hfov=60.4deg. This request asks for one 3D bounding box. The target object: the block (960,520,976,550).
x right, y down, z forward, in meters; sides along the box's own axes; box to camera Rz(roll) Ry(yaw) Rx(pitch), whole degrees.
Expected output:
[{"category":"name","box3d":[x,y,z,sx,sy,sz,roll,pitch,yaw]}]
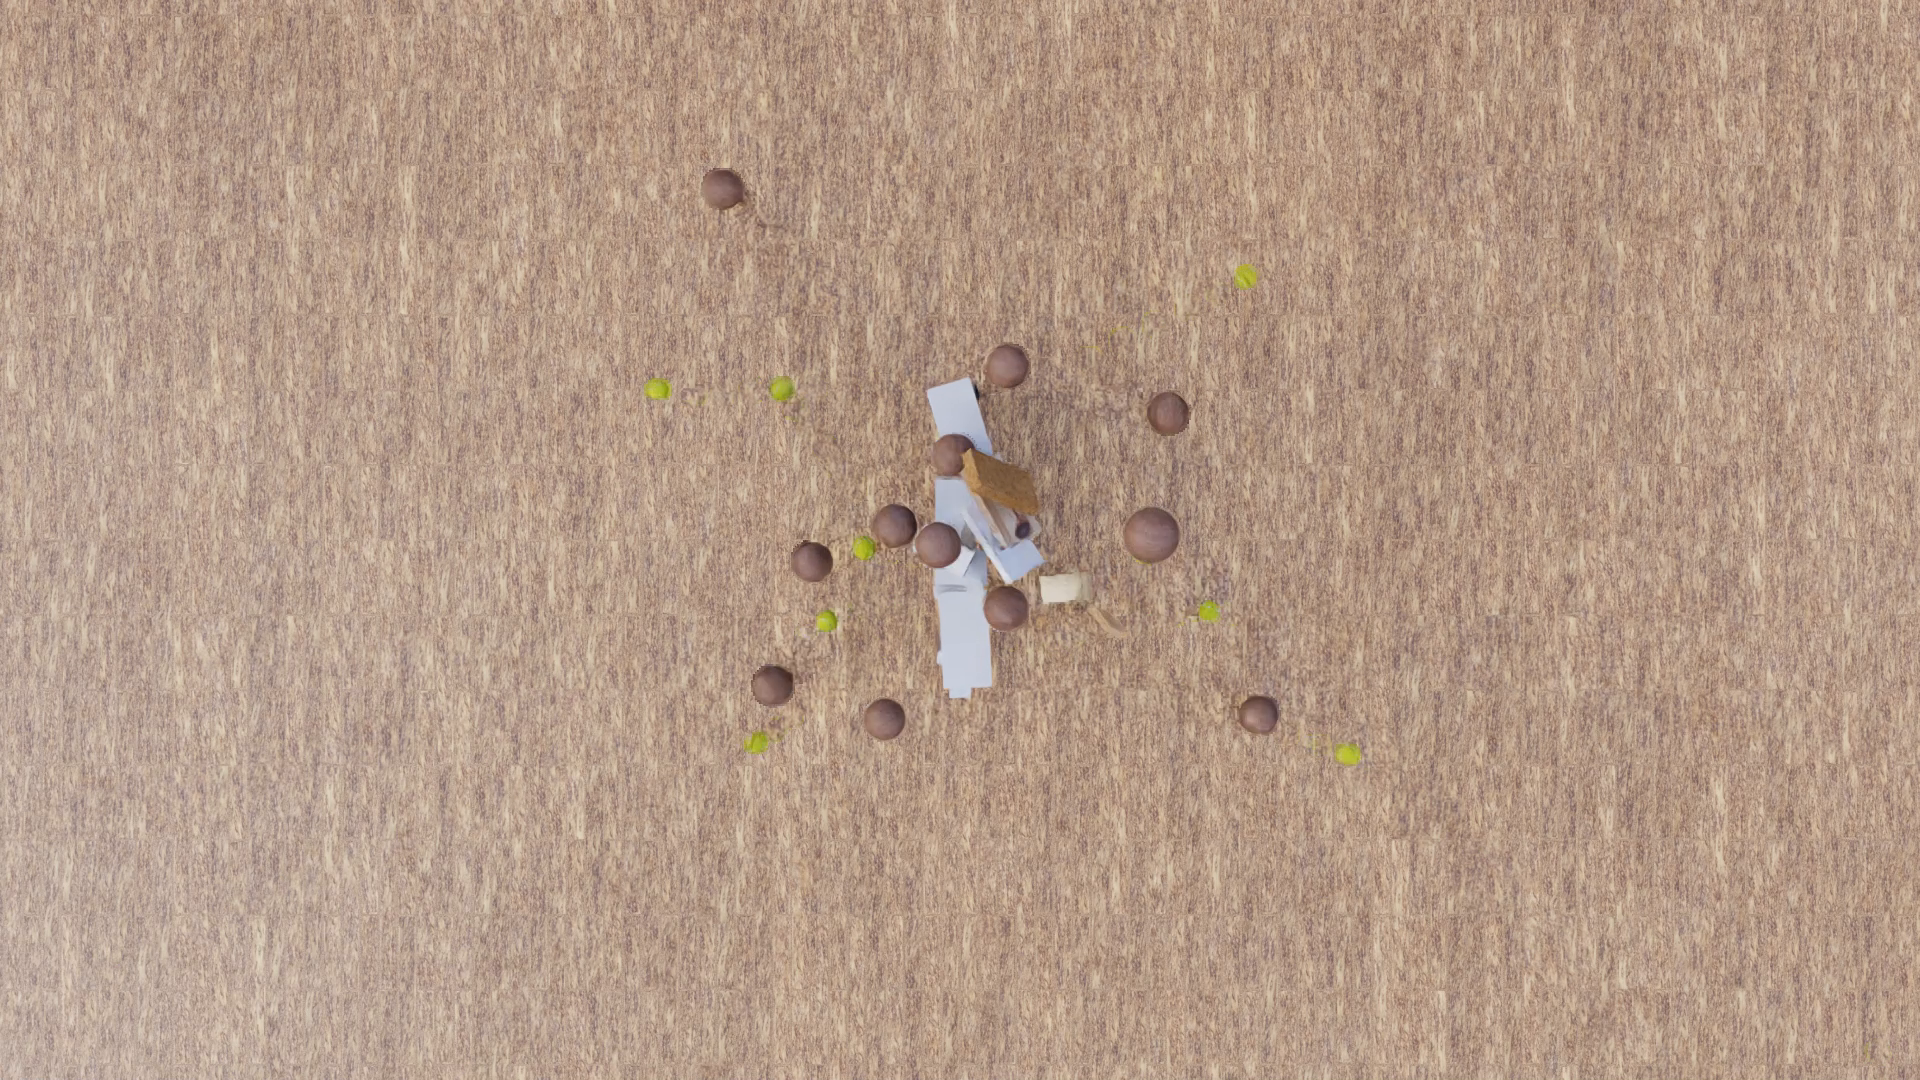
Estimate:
[{"category":"block","box3d":[0.025,-0.008,4.845,0.048,0.014,0.095,16,89,1]}]

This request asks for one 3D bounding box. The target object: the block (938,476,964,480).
[{"category":"block","box3d":[0.008,-0.139,5.076,0.156,0.356,0.044,-4,105,1]}]

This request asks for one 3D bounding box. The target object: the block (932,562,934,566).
[{"category":"block","box3d":[-0.005,0.048,5.052,0.156,0.311,0.044,2,93,0]}]

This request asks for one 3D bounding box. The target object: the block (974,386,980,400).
[{"category":"block","box3d":[-0.012,-0.452,5.237,0.136,0.518,0.039,-12,95,3]}]

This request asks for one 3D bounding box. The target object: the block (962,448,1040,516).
[{"category":"block","box3d":[0.119,-0.165,4.711,0.037,0.258,0.129,-36,53,30]}]

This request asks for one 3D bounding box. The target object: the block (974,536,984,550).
[{"category":"block","box3d":[0.086,-0.002,4.844,0.095,0.014,0.048,-14,99,-38]}]

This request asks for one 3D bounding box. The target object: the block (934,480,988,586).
[{"category":"block","box3d":[0.005,-0.022,4.874,0.156,0.044,0.311,1,89,0]}]

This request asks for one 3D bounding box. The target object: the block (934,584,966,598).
[{"category":"block","box3d":[-0.008,0.140,5.065,0.143,0.286,0.041,-5,94,0]}]

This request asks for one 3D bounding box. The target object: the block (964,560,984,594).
[{"category":"block","box3d":[0.036,0.109,4.842,0.048,0.014,0.095,-15,89,1]}]

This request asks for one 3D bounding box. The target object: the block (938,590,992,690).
[{"category":"block","box3d":[0.015,0.295,4.901,0.143,0.041,0.286,-3,90,-1]}]

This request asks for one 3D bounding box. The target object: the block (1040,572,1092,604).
[{"category":"block","box3d":[0.329,0.148,5.116,0.170,0.024,0.085,-7,89,36]}]

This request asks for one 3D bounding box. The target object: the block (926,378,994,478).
[{"category":"block","box3d":[0.003,-0.338,4.957,0.136,0.039,0.273,-17,92,1]}]

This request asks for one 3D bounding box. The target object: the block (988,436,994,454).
[{"category":"block","box3d":[0.032,-0.275,5.116,0.136,0.273,0.039,-4,104,0]}]

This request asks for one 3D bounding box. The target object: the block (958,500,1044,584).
[{"category":"block","box3d":[0.121,-0.012,4.804,0.129,0.037,0.258,-32,87,-30]}]

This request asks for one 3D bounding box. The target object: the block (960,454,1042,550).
[{"category":"block","box3d":[0.119,-0.112,4.797,0.129,0.037,0.258,-25,83,-29]}]

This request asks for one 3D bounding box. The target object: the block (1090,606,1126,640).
[{"category":"block","box3d":[0.474,0.265,5.284,0.024,0.170,0.085,-39,67,10]}]

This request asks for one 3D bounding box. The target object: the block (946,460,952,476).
[{"category":"block","box3d":[0.012,-0.266,5.269,0.108,0.030,0.215,1,90,0]}]

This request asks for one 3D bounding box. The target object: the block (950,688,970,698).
[{"category":"block","box3d":[0.001,0.443,5.352,0.069,0.020,0.139,0,90,0]}]

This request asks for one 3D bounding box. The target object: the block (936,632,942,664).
[{"category":"block","box3d":[0.003,0.339,5.128,0.143,0.413,0.041,8,95,-1]}]

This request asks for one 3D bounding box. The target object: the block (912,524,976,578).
[{"category":"block","box3d":[-0.046,0.033,4.826,0.170,0.024,0.085,28,101,7]}]
